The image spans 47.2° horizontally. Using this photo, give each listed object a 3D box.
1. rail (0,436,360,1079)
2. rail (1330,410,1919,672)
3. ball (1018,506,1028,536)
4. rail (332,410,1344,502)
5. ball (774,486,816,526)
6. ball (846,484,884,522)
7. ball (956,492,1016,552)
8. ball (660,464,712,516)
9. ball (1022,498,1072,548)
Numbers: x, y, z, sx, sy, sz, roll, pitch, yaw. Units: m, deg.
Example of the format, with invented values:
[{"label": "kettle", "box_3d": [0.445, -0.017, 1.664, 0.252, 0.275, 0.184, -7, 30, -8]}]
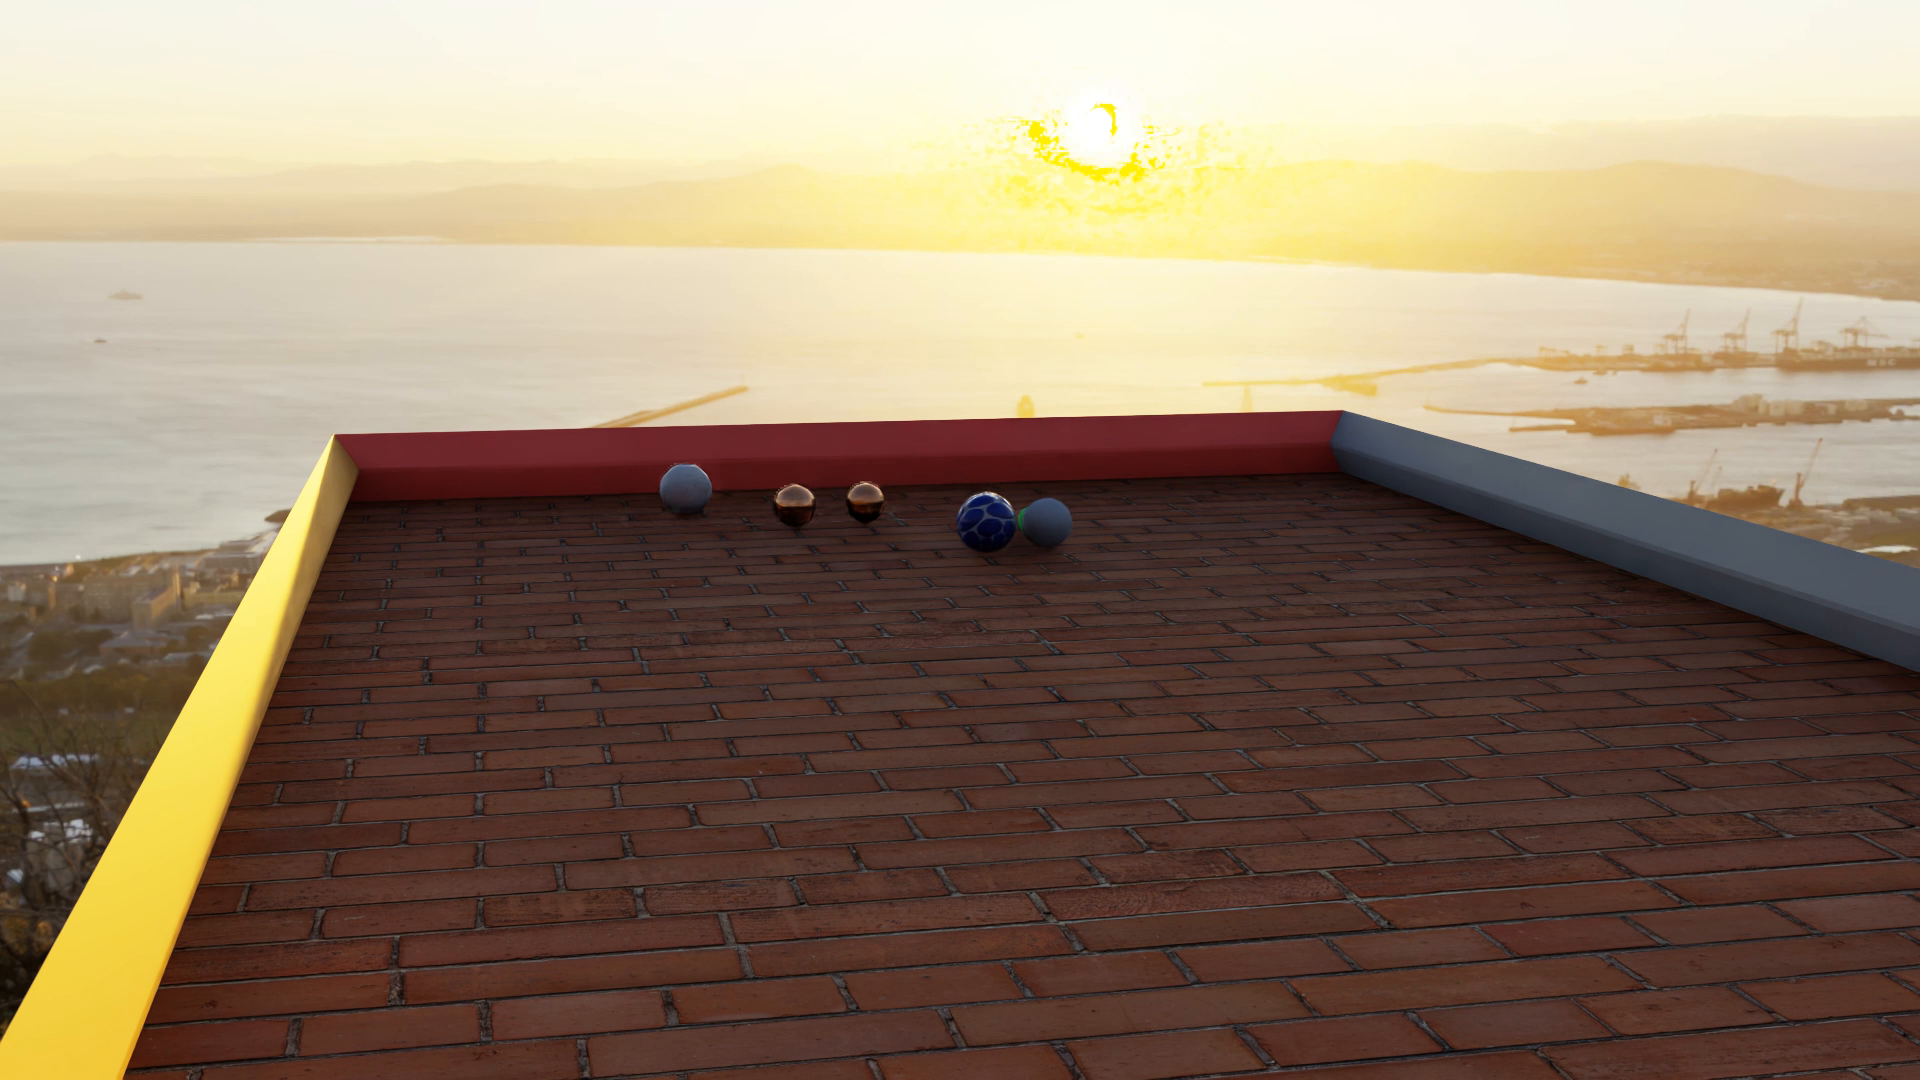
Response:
[{"label": "rail", "box_3d": [-0.722, 0.148, 2.243, 0.045, 0.119, 3.405, -2, 10, -12]}, {"label": "rail", "box_3d": [1.082, 0.083, 2.628, 0.045, 0.119, 3.405, -2, 10, -12]}, {"label": "ball", "box_3d": [0.117, -0.030, 3.509, 0.051, 0.051, 0.051, 0, 10, 0]}, {"label": "rail", "box_3d": [-0.175, -0.156, 4.054, 1.893, 0.119, 0.045, -2, 10, -12]}, {"label": "ball", "box_3d": [-0.271, -0.056, 3.613, 0.069, 0.069, 0.069, 0, 10, 0]}, {"label": "ball", "box_3d": [-0.158, -0.062, 3.660, 0.065, 0.065, 0.065, 0, 10, 0]}, {"label": "ball", "box_3d": [0.041, -0.027, 3.371, 0.091, 0.091, 0.091, 0, 10, 0]}, {"label": "ball", "box_3d": [-0.466, -0.086, 3.733, 0.088, 0.088, 0.088, 0, 10, 0]}, {"label": "ball", "box_3d": [0.134, -0.027, 3.413, 0.077, 0.077, 0.077, 0, 10, 0]}]
